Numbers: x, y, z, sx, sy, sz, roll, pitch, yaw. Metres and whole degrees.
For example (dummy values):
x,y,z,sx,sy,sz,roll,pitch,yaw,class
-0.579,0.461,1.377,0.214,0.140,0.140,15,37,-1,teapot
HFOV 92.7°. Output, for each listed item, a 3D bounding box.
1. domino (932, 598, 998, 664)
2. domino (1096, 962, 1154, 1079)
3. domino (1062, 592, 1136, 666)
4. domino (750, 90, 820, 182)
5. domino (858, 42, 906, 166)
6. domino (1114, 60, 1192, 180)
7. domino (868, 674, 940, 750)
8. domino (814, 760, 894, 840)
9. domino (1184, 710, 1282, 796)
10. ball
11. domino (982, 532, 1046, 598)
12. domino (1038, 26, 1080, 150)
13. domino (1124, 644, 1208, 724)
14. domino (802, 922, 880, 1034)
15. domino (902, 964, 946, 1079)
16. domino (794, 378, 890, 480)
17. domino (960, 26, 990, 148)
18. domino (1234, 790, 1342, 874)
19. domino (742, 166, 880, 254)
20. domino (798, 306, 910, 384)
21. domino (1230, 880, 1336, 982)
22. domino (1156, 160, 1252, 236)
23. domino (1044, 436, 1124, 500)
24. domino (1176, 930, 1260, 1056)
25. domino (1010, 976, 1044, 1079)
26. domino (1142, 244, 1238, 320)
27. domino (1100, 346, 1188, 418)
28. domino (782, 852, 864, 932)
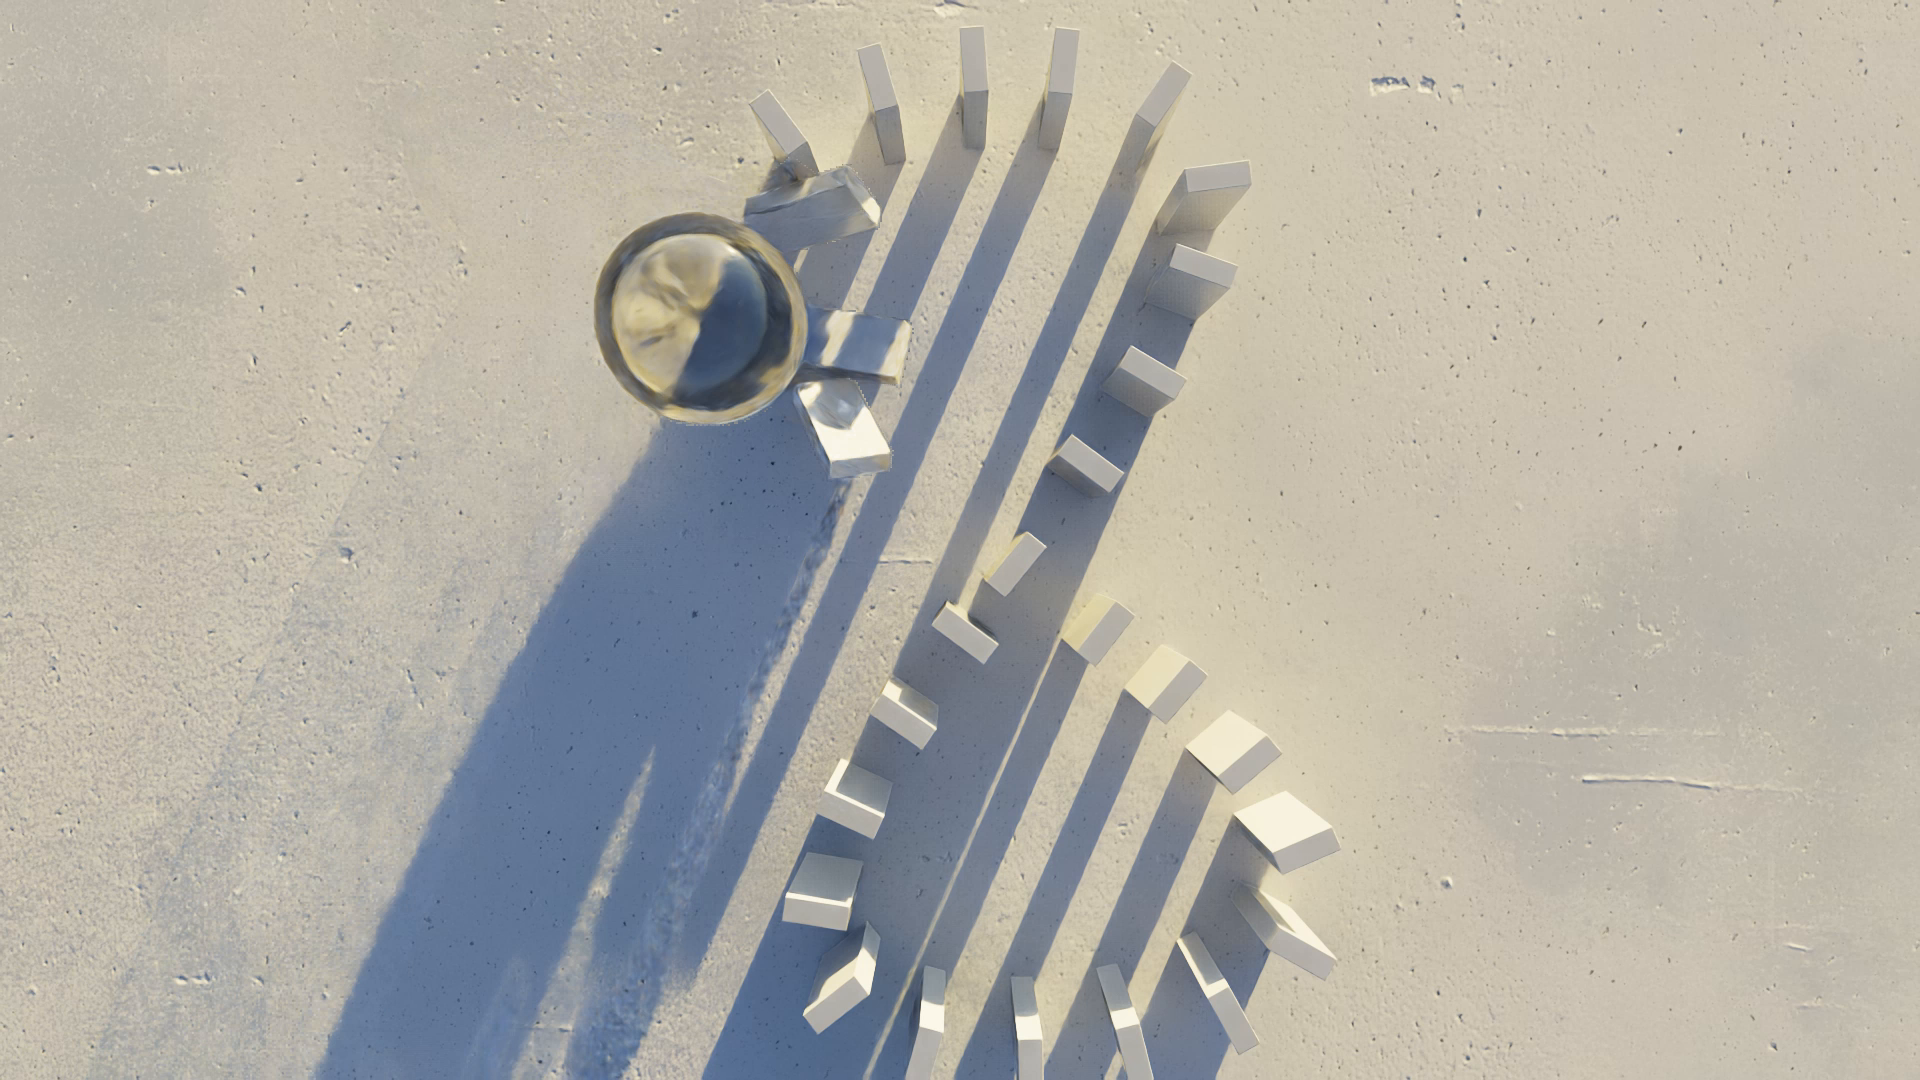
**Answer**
x,y,z,sx,sy,sz,roll,pitch,yaw,class
0.002,0.036,0.375,0.025,0.050,0.010,37,90,0,domino
0.067,0.198,0.375,0.009,0.050,0.025,-14,90,0,domino
0.056,0.036,0.375,0.010,0.050,0.025,38,90,0,domino
-0.069,-0.160,0.375,0.010,0.050,0.025,-37,90,0,domino
-0.031,-0.177,0.375,0.009,0.050,0.025,-16,90,0,domino
0.078,-0.170,0.375,0.009,0.050,0.025,35,90,0,domino
-0.022,0.069,0.375,0.025,0.050,0.010,34,90,0,domino
-0.042,0.105,0.375,0.025,0.050,0.010,25,90,0,domino
0.111,0.086,0.375,0.025,0.050,0.009,-40,90,0,domino
-0.099,-0.085,0.355,0.080,0.080,0.080,0,90,0,ball
0.022,0.009,0.375,0.010,0.050,0.025,39,90,0,domino
0.040,-0.183,0.375,0.009,0.050,0.025,7,90,0,domino
0.083,0.058,0.375,0.010,0.050,0.025,41,90,0,domino
-0.047,0.178,0.375,0.025,0.050,0.009,-38,90,0,domino
-0.014,0.199,0.375,0.009,0.050,0.025,16,90,0,domino
-0.049,-0.047,0.377,0.025,0.010,0.050,-11,50,-23,domino
0.005,-0.184,0.375,0.010,0.050,0.025,-4,90,0,domino
0.133,0.119,0.375,0.025,0.050,0.009,-23,90,0,domino
-0.061,-0.135,0.377,0.050,0.025,0.009,-6,66,25,domino
-0.048,-0.083,0.390,0.050,0.009,0.025,10,80,7,domino
0.131,0.158,0.375,0.025,0.050,0.010,29,90,0,domino
0.099,-0.139,0.375,0.025,0.050,0.009,-8,90,0,domino
0.050,-0.029,0.375,0.025,0.050,0.010,37,90,0,domino
0.105,0.184,0.375,0.010,0.050,0.025,-29,90,0,domino
0.027,0.203,0.375,0.010,0.050,0.025,-1,90,0,domino
0.093,-0.105,0.375,0.025,0.050,0.010,20,90,0,domino
0.074,-0.064,0.375,0.025,0.050,0.010,31,90,0,domino
-0.055,0.143,0.375,0.025,0.050,0.010,9,90,0,domino
